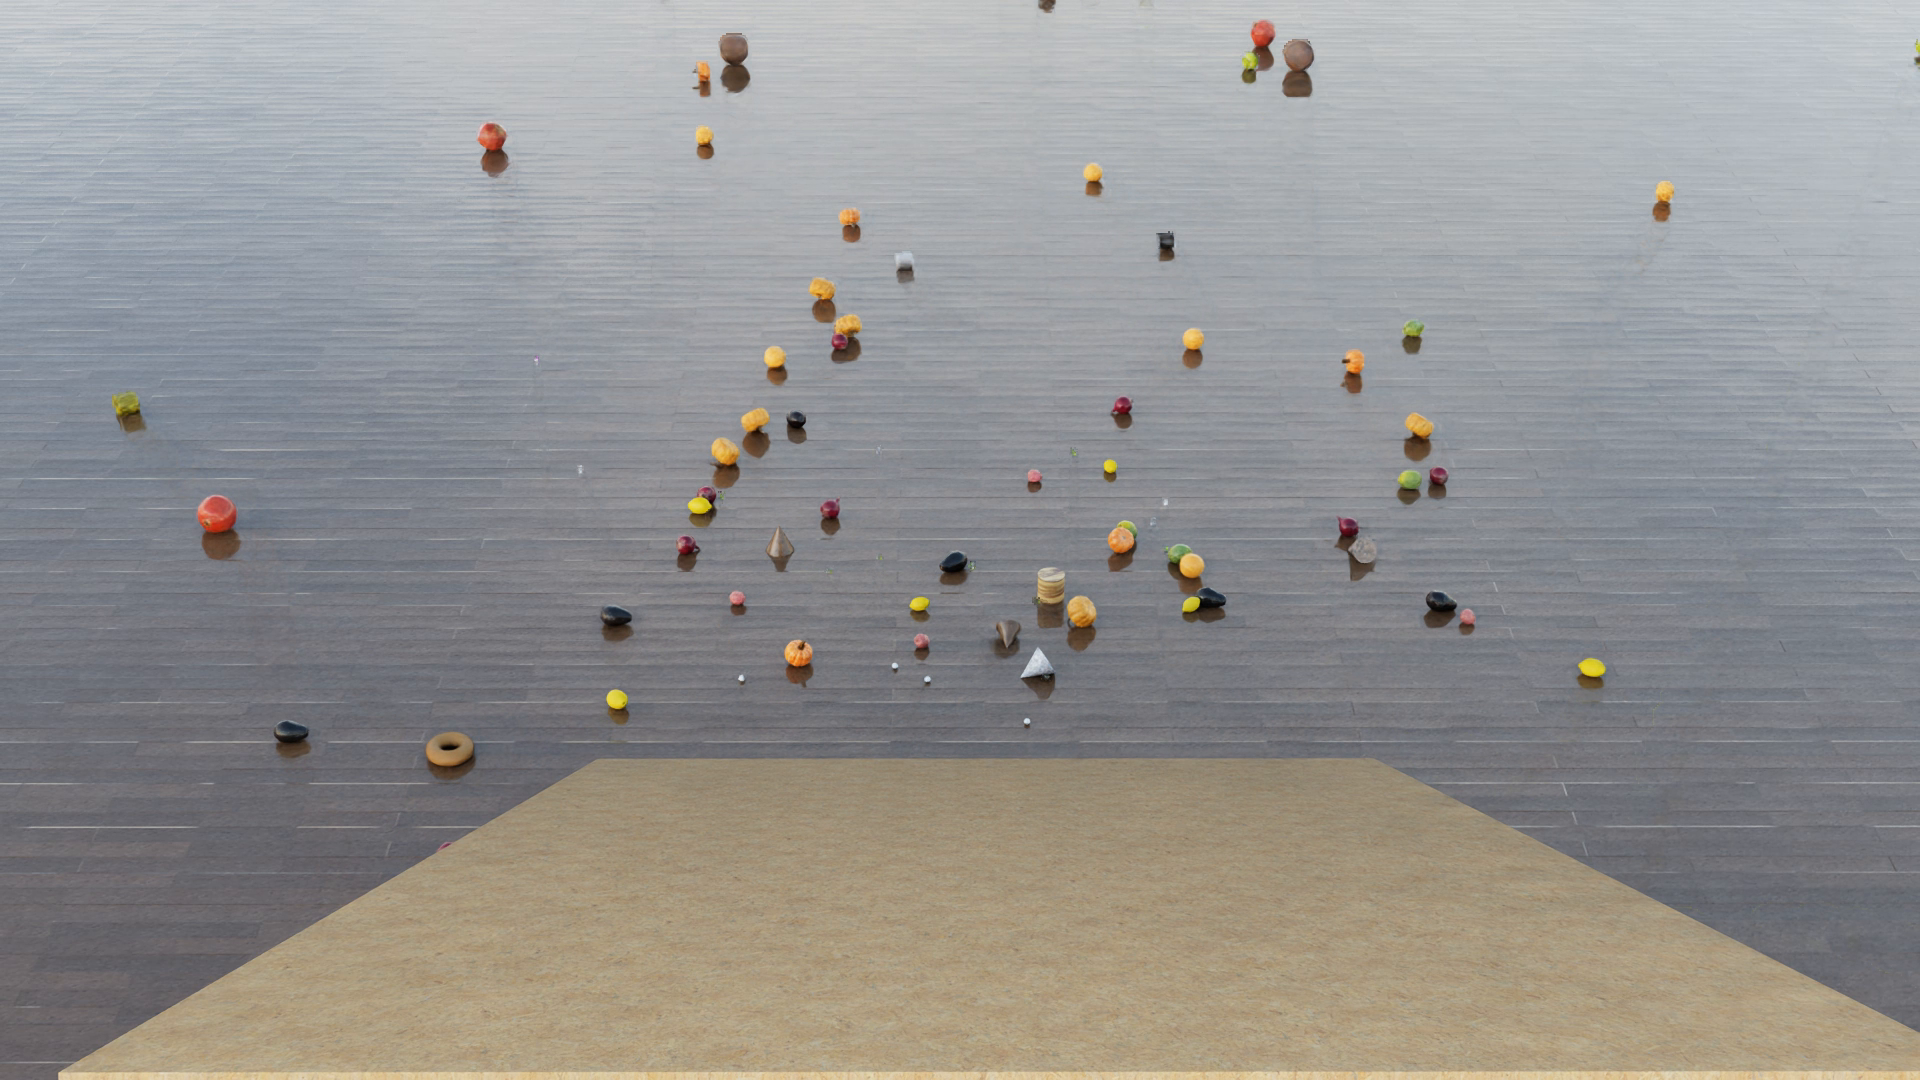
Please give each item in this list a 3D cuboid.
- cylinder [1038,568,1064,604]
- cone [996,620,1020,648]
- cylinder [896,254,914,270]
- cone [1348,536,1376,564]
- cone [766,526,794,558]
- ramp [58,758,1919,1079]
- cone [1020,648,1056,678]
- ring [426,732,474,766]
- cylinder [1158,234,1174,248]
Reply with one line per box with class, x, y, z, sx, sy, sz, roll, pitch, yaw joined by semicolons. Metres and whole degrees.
cylinder;0.264;0.133;7.494;0.079;0.079;0.079;0;31;0
cone;0.134;0.276;7.297;0.072;0.072;0.072;2;57;3
cylinder;-0.203;-1.020;9.472;0.053;0.053;0.053;-9;32;-15
cone;1.181;0.027;7.713;0.085;0.085;0.085;-17;8;-26
cone;-0.538;-0.007;7.723;0.086;0.086;0.086;0;31;0
ramp;0.068;0.606;4.672;2.000;0.100;4.000;0;0;0
cone;0.203;0.357;7.153;0.088;0.088;0.088;-34;37;-3
ring;-1.344;0.551;6.822;0.128;0.043;0.128;1;31;-1
cylinder;0.765;-1.111;9.628;0.052;0.052;0.052;-6;31;-7
